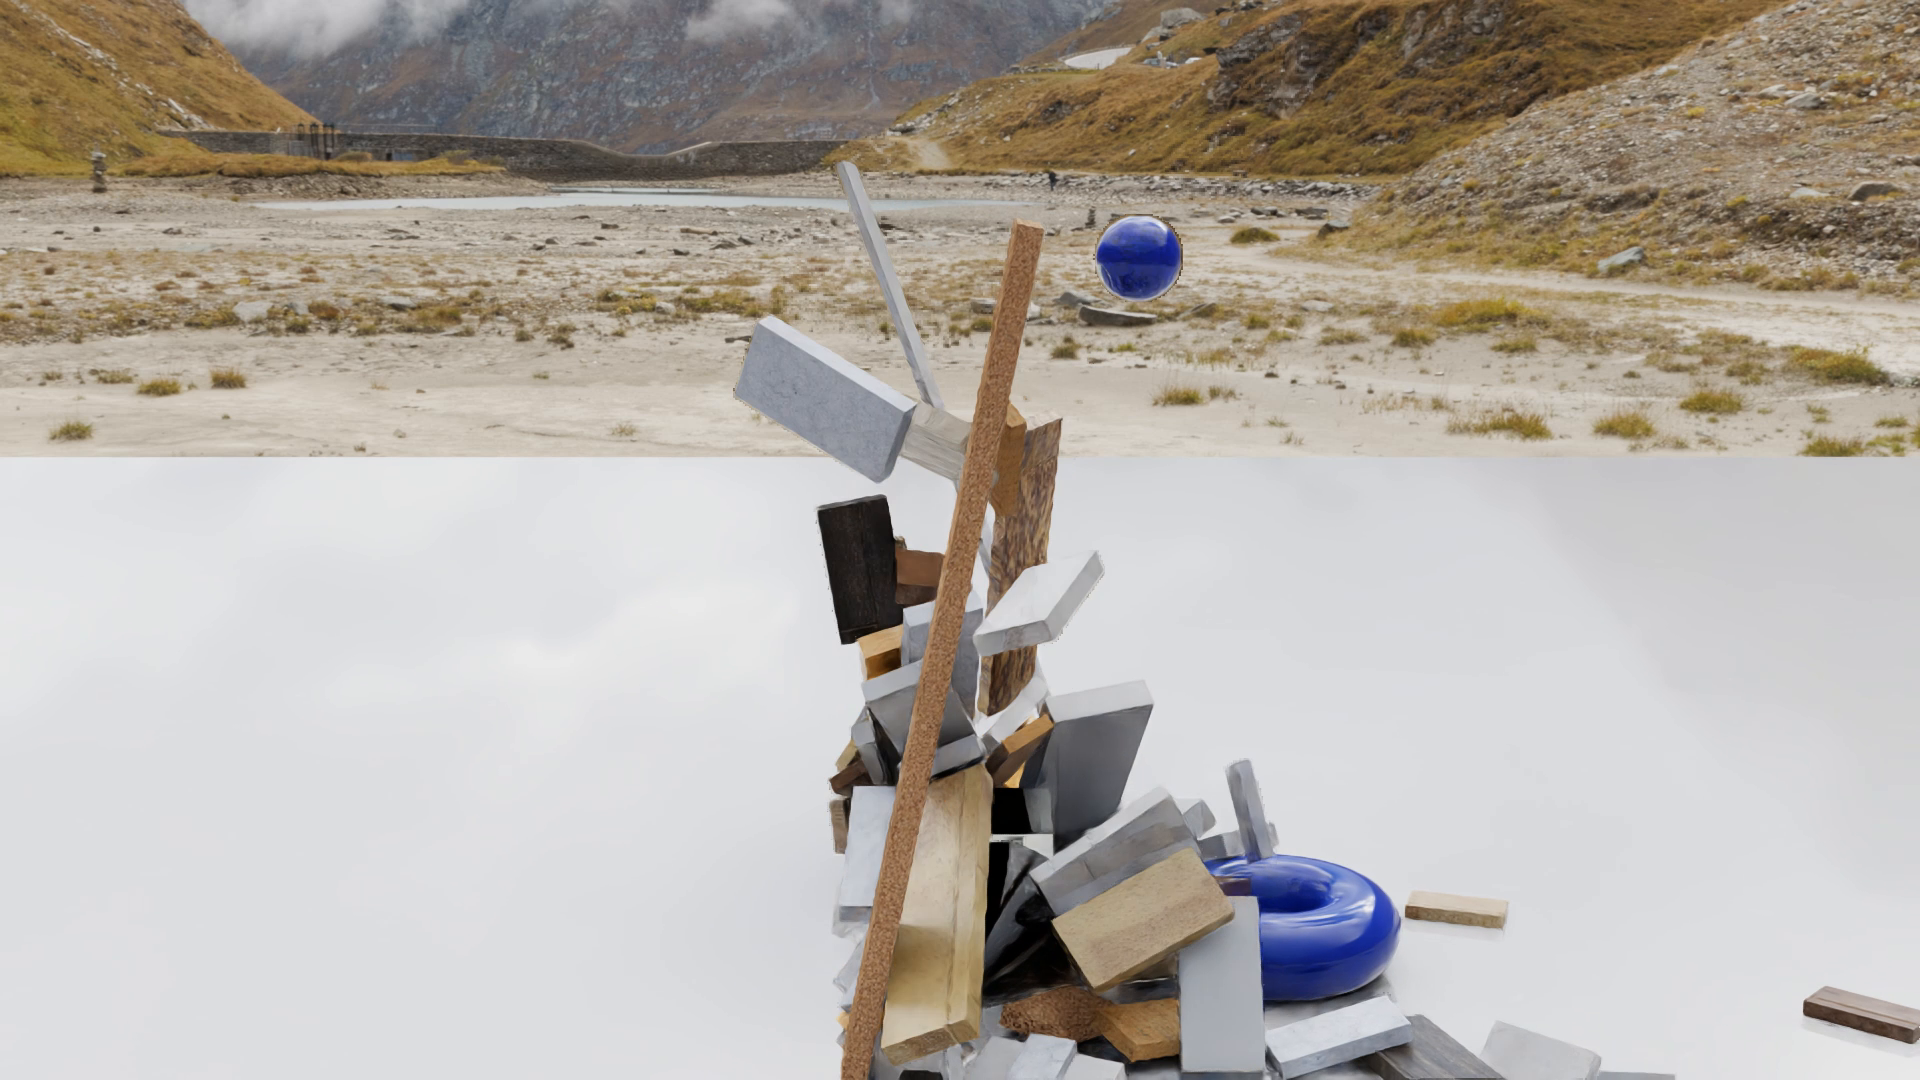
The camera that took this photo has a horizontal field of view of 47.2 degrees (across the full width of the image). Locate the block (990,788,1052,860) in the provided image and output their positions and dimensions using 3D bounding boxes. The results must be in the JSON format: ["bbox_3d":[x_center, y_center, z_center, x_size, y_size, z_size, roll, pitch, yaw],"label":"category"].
[{"bbox_3d":[0.024,0.526,3.381,0.231,0.231,0.231,0,11,1],"label":"block"}]

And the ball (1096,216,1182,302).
[{"bbox_3d":[0.286,-0.450,3.515,0.136,0.136,0.136,0,11,0],"label":"ball"}]

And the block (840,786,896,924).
[{"bbox_3d":[-0.103,0.455,3.191,0.122,0.035,0.245,2,37,2],"label":"block"}]

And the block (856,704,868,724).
[{"bbox_3d":[-0.088,0.296,3.816,0.149,0.042,0.338,-5,-20,-14],"label":"block"}]

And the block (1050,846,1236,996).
[{"bbox_3d":[0.247,0.515,2.980,0.223,0.032,0.112,-26,59,-14],"label":"block"}]

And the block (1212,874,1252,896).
[{"bbox_3d":[0.334,0.509,3.195,0.112,0.032,0.225,3,-4,25],"label":"block"}]

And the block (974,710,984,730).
[{"bbox_3d":[-0.021,0.390,3.974,0.037,0.131,0.263,25,10,6],"label":"block"}]

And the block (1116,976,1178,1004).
[{"bbox_3d":[0.327,0.638,3.163,0.185,0.026,0.093,-11,-8,20],"label":"block"}]

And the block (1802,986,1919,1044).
[{"bbox_3d":[1.296,0.677,3.140,0.155,0.022,0.077,10,14,42],"label":"block"}]

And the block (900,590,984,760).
[{"bbox_3d":[-0.032,0.218,3.302,0.110,0.031,0.442,-14,-31,-11],"label":"block"}]

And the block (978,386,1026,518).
[{"bbox_3d":[0.065,-0.155,3.810,0.031,0.220,0.110,-20,52,-22],"label":"block"}]

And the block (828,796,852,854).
[{"bbox_3d":[-0.171,0.483,3.857,0.026,0.093,0.185,-6,4,23],"label":"block"}]

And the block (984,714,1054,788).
[{"bbox_3d":[0.074,0.343,3.432,0.081,0.023,0.327,-30,-11,-19],"label":"block"}]

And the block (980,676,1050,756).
[{"bbox_3d":[0.070,0.356,4.028,0.037,0.131,0.414,40,17,4],"label":"block"}]

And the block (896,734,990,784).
[{"bbox_3d":[-0.023,0.339,3.345,0.122,0.035,0.245,-22,-8,1],"label":"block"}]

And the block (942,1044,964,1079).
[{"bbox_3d":[-0.009,0.696,2.845,0.018,0.064,0.129,2,21,-5],"label":"block"}]

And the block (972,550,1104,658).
[{"bbox_3d":[0.113,0.090,3.139,0.117,0.033,0.234,-15,17,27],"label":"block"}]

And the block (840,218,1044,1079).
[{"bbox_3d":[-0.029,0.162,2.845,0.033,1.157,0.117,11,12,-3],"label":"block"}]

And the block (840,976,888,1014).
[{"bbox_3d":[-0.107,0.602,3.103,0.074,0.021,0.148,-18,32,50],"label":"block"}]

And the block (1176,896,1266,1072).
[{"bbox_3d":[0.353,0.604,2.994,0.112,0.231,0.032,0,-19,-2],"label":"block"}]

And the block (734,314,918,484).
[{"bbox_3d":[-0.224,-0.233,3.643,0.298,0.149,0.042,32,35,15],"label":"block"}]

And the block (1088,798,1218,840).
[{"bbox_3d":[0.270,0.493,3.614,0.167,0.047,0.335,-35,7,-23],"label":"block"}]

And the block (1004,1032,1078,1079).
[{"bbox_3d":[0.099,0.694,2.858,0.064,0.018,0.129,4,30,25],"label":"block"}]

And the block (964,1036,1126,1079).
[{"bbox_3d":[0.109,0.708,2.878,0.193,0.027,0.096,5,30,27],"label":"block"}]

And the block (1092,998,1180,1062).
[{"bbox_3d":[0.283,0.672,3.034,0.185,0.026,0.093,2,21,-36],"label":"block"}]

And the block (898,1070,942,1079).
[{"bbox_3d":[-0.055,0.729,2.872,0.064,0.018,0.129,2,11,10],"label":"block"}]

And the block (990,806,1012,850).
[{"bbox_3d":[0.023,0.473,3.649,0.163,0.081,0.023,14,36,-46],"label":"block"}]

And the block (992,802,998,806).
[{"bbox_3d":[0.045,0.469,3.696,0.115,0.058,0.016,35,19,-53],"label":"block"}]

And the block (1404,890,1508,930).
[{"bbox_3d":[0.805,0.598,3.563,0.155,0.022,0.077,4,11,19],"label":"block"}]

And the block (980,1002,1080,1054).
[{"bbox_3d":[0.088,0.691,3.050,0.096,0.027,0.193,-3,11,-16],"label":"block"}]

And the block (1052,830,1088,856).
[{"bbox_3d":[0.131,0.479,3.822,0.167,0.047,0.335,-32,12,7],"label":"block"}]

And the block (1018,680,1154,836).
[{"bbox_3d":[0.190,0.356,3.506,0.167,0.335,0.047,-9,52,-18],"label":"block"}]

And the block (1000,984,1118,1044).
[{"bbox_3d":[0.146,0.664,3.064,0.096,0.027,0.193,17,7,30],"label":"block"}]

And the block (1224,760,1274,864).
[{"bbox_3d":[0.446,0.420,3.396,0.021,0.151,0.076,-11,-13,-11],"label":"block"}]

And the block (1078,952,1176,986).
[{"bbox_3d":[0.215,0.585,3.177,0.032,0.112,0.225,-42,13,-36],"label":"block"}]

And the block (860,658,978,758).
[{"bbox_3d":[-0.058,0.254,3.261,0.117,0.033,0.234,-22,-32,3],"label":"block"}]

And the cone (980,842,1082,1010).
[{"bbox_3d":[0.027,0.602,3.098,0.256,0.256,0.256,6,27,29],"label":"cone"}]

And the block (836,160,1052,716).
[{"bbox_3d":[-0.010,-0.158,4.434,0.018,1.316,0.063,-23,-8,21],"label":"block"}]

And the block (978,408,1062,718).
[{"bbox_3d":[0.107,0.055,4.076,0.110,0.672,0.031,-23,46,-30],"label":"block"}]

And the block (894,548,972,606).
[{"bbox_3d":[-0.042,0.058,3.283,0.110,0.031,0.220,6,13,-4],"label":"block"}]

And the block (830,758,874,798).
[{"bbox_3d":[-0.136,0.412,3.751,0.093,0.026,0.185,-35,-29,14],"label":"block"}]

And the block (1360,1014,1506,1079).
[{"bbox_3d":[0.624,0.703,2.949,0.112,0.032,0.225,-8,12,-16],"label":"block"}]

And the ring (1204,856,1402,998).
[{"bbox_3d":[0.478,0.586,3.350,0.384,0.128,0.384,-1,11,0],"label":"ring"}]

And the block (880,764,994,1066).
[{"bbox_3d":[-0.026,0.497,2.997,0.122,0.035,0.521,-23,28,16],"label":"block"}]

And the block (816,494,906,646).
[{"bbox_3d":[-0.152,0.046,3.438,0.110,0.220,0.031,-11,15,-6],"label":"block"}]

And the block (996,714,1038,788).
[{"bbox_3d":[0.079,0.420,3.871,0.037,0.131,0.263,37,25,-5],"label":"block"}]

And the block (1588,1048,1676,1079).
[{"bbox_3d":[0.878,0.710,2.962,0.151,0.021,0.076,1,11,6],"label":"block"}]

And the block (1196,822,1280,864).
[{"bbox_3d":[0.371,0.520,3.589,0.136,0.039,0.277,-3,-16,-45],"label":"block"}]

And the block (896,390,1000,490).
[{"bbox_3d":[-0.077,-0.184,3.721,0.298,0.149,0.042,26,68,34],"label":"block"}]

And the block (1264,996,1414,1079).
[{"bbox_3d":[0.512,0.677,2.998,0.185,0.026,0.093,-15,14,-6],"label":"block"}]

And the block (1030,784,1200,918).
[{"bbox_3d":[0.216,0.449,3.056,0.223,0.112,0.032,-33,27,-9],"label":"block"}]

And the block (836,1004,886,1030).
[{"bbox_3d":[-0.104,0.641,3.093,0.148,0.021,0.074,-43,21,-10],"label":"block"}]

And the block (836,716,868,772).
[{"bbox_3d":[-0.125,0.329,3.696,0.097,0.193,0.027,2,49,-33],"label":"block"}]

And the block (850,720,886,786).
[{"bbox_3d":[-0.077,0.379,3.660,0.140,0.334,0.040,-21,56,-2],"label":"block"}]

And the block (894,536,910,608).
[{"bbox_3d":[-0.120,0.100,3.496,0.097,0.200,0.027,-14,17,-13],"label":"block"}]

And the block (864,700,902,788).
[{"bbox_3d":[-0.062,0.318,3.511,0.140,0.280,0.040,-19,56,-6],"label":"block"}]

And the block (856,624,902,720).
[{"bbox_3d":[-0.081,0.230,3.528,0.140,0.280,0.040,-18,55,-10],"label":"block"}]

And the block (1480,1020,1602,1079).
[{"bbox_3d":[0.765,0.694,2.914,0.151,0.076,0.021,11,-27,45],"label":"block"}]
